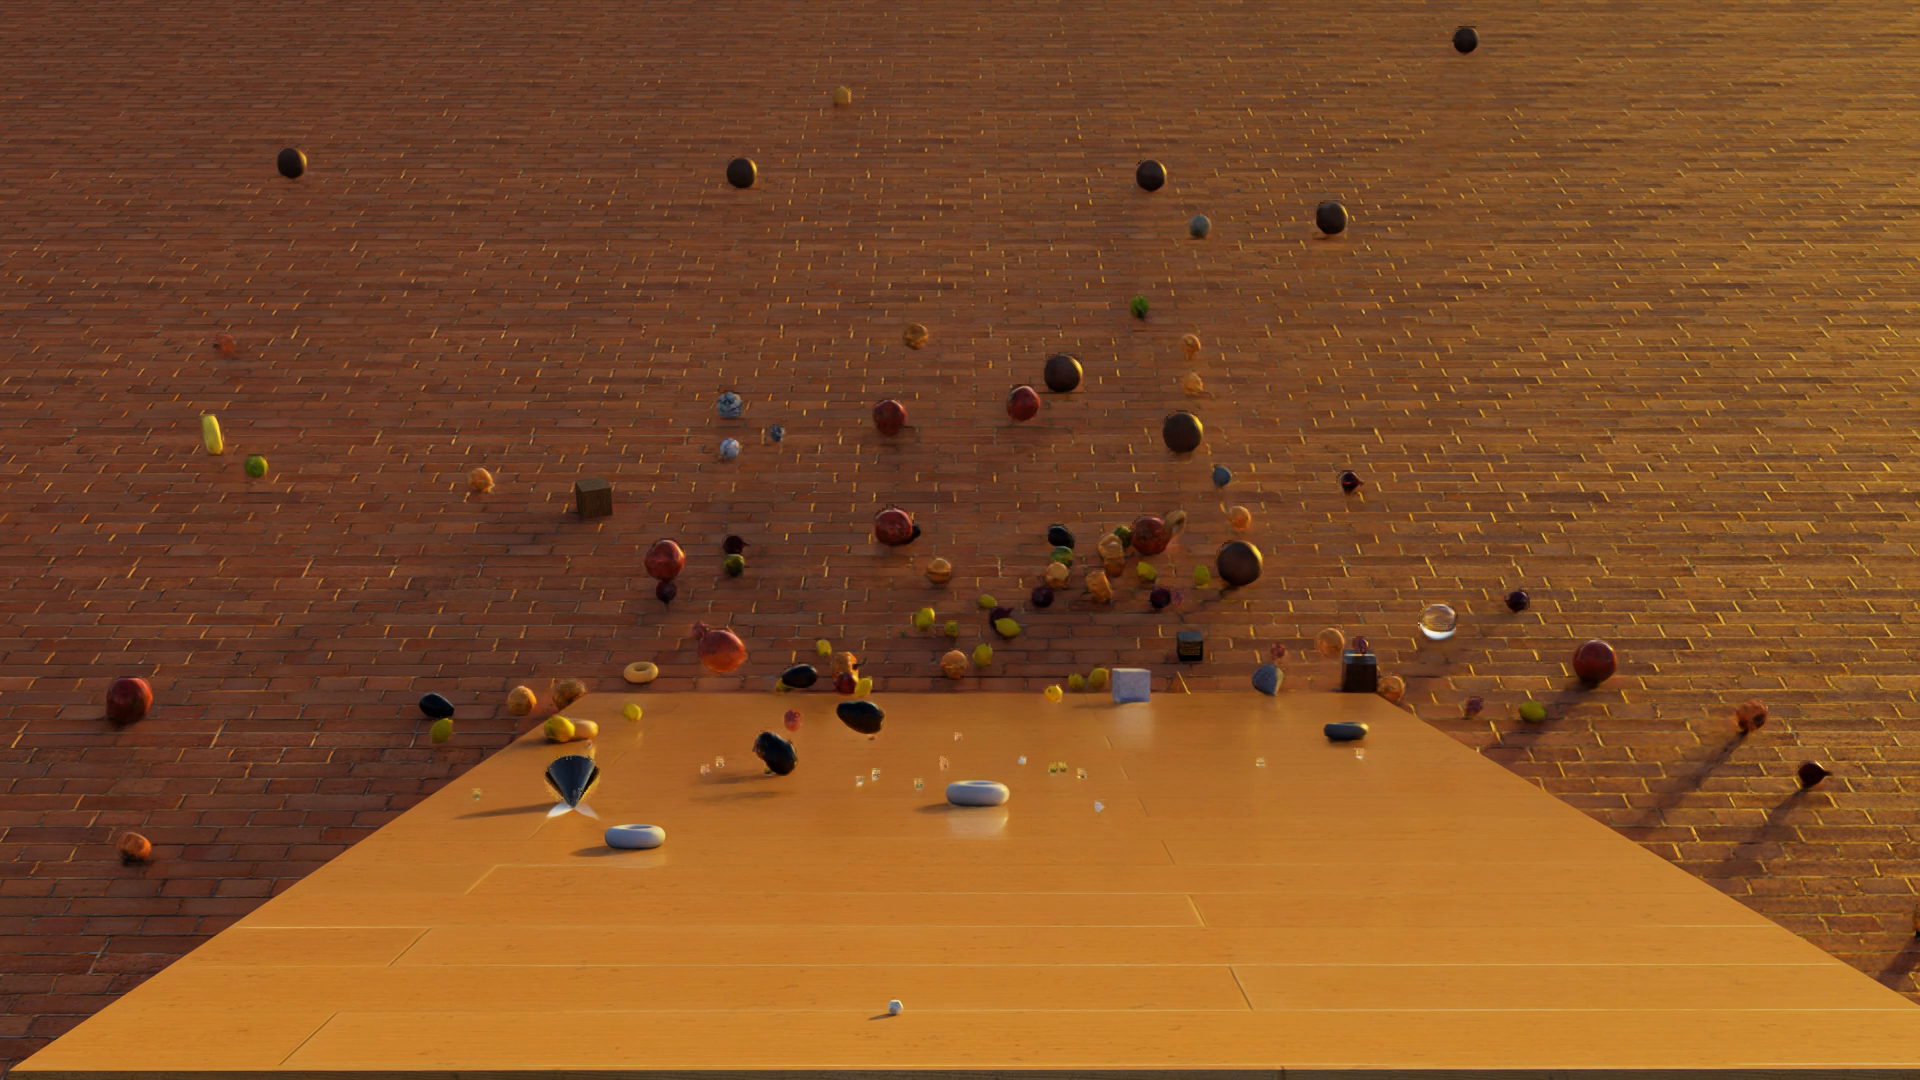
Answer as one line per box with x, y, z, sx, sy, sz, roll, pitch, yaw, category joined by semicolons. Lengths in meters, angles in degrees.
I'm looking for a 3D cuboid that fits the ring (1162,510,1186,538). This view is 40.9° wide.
0.615;-0.045;7.403;0.031;0.094;0.094;36;40;27;ring

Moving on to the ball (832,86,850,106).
-0.557;-2.086;12.106;0.086;0.086;0.086;0;24;0;ball

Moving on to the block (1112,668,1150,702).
0.423;0.358;6.363;0.075;0.075;0.075;0;2;-9;block

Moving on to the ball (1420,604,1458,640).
1.304;0.223;7.017;0.099;0.099;0.099;0;24;0;ball

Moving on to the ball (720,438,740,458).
-0.732;-0.291;8.190;0.063;0.063;0.063;0;24;0;ball

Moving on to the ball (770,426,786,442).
-0.589;-0.343;8.319;0.050;0.050;0.050;0;24;0;ball

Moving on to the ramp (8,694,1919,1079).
0.056;0.507;4.550;2.000;0.100;4.000;0;2;0;ramp

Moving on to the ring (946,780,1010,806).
0.030;0.441;4.483;0.111;0.037;0.111;1;1;0;ring

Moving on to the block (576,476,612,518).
-1.108;-0.128;7.800;0.090;0.090;0.090;-9;26;-19;block

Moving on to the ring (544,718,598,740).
-0.835;0.406;5.527;0.117;0.039;0.117;1;1;0;ring

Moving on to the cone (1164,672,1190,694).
0.567;0.371;6.730;0.068;0.068;0.068;0;24;0;cone

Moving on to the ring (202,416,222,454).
-2.383;-0.334;8.208;0.042;0.127;0.127;-13;27;-22;ring

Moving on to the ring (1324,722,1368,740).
0.830;0.408;5.529;0.094;0.031;0.094;-1;2;0;ring

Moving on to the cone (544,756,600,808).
-0.671;0.439;4.464;0.095;0.095;0.095;-4;29;-9;cone

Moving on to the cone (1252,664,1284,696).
0.787;0.372;6.516;0.083;0.083;0.083;-3;29;-6;cone

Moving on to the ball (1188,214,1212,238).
0.957;-1.250;10.264;0.090;0.090;0.090;0;24;0;ball

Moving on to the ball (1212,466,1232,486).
0.811;-0.198;7.988;0.061;0.061;0.061;0;24;0;ball

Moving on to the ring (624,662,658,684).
-0.845;0.351;6.821;0.092;0.031;0.092;-1;23;0;ring

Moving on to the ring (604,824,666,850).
-0.504;0.461;3.998;0.094;0.031;0.094;0;0;0;ring

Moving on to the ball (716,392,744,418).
-0.759;-0.443;8.493;0.088;0.088;0.088;0;24;0;ball

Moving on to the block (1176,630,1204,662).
0.618;0.286;6.927;0.060;0.060;0.060;-2;25;-5;block

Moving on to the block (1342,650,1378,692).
1.049;0.345;6.772;0.080;0.080;0.080;0;24;1;block
